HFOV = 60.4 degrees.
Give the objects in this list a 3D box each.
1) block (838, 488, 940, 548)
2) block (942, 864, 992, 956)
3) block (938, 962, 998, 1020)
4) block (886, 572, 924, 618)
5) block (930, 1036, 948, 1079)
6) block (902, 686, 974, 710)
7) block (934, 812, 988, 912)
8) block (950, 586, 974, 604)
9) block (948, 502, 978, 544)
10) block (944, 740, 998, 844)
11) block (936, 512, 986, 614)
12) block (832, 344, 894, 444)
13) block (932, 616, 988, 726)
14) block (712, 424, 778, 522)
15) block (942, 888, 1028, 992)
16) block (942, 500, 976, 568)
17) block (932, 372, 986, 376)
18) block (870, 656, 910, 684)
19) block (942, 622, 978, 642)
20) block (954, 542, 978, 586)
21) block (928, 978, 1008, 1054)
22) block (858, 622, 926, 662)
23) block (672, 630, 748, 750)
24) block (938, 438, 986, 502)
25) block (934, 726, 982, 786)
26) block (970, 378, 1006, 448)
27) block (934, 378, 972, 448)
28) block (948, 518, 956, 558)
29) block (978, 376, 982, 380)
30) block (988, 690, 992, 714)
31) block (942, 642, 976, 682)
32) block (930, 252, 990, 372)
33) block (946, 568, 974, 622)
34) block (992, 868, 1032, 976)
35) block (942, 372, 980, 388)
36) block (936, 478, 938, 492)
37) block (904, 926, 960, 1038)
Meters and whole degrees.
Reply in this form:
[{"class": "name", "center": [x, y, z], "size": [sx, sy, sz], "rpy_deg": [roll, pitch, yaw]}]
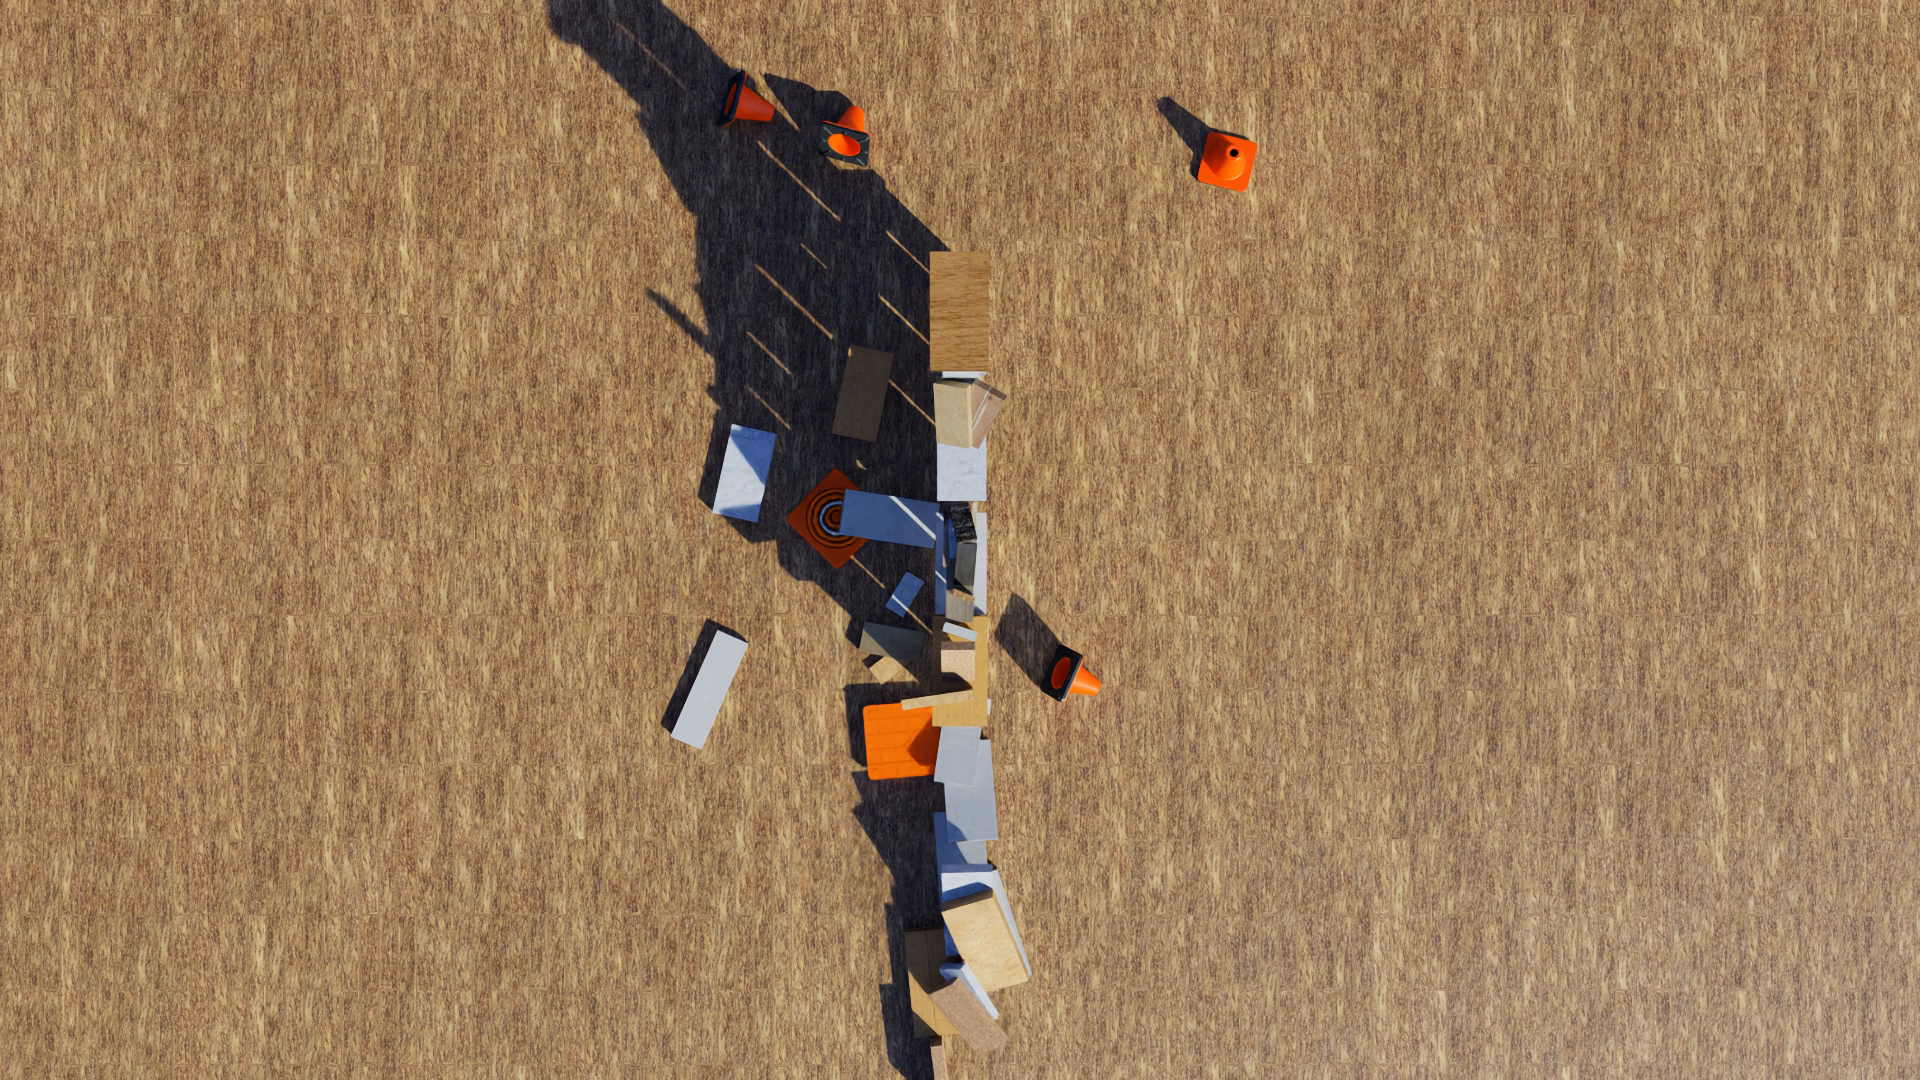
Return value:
[{"class": "block", "center": [-0.234, -0.070, 5.449], "size": [0.316, 0.043, 0.150], "rpy_deg": [9, 90, -11]}, {"class": "block", "center": [0.028, 1.202, 5.357], "size": [0.162, 0.046, 0.325], "rpy_deg": [-2, 114, 1]}, {"class": "block", "center": [0.029, 1.479, 5.398], "size": [0.031, 0.109, 0.219], "rpy_deg": [-43, 108, -41]}, {"class": "block", "center": [-0.183, 0.180, 5.490], "size": [0.069, 0.020, 0.138], "rpy_deg": [31, 90, 0]}, {"class": "block", "center": [-0.060, 1.778, 5.435], "size": [0.037, 0.131, 0.262], "rpy_deg": [-8, 90, 0]}, {"class": "block", "center": [-0.068, 0.485, 5.057], "size": [0.219, 0.109, 0.031], "rpy_deg": [-8, 90, 0]}, {"class": "block", "center": [0.007, 1.056, 5.441], "size": [0.162, 0.046, 0.325], "rpy_deg": [-5, 79, 3]}, {"class": "block", "center": [0.007, 0.161, 4.833], "size": [0.069, 0.183, 0.020], "rpy_deg": [23, 89, 0]}, {"class": "block", "center": [0.009, -0.051, 4.880], "size": [0.060, 0.017, 0.120], "rpy_deg": [-11, 68, -7]}, {"class": "block", "center": [0.031, 0.828, 5.438], "size": [0.162, 0.046, 0.325], "rpy_deg": [-4, 76, 0]}, {"class": "block", "center": [0.003, 0.073, 5.161], "size": [0.158, 0.045, 0.317], "rpy_deg": [0, 90, 0]}, {"class": "block", "center": [-0.322, -0.485, 5.479], "size": [0.150, 0.043, 0.301], "rpy_deg": [12, 90, 0]}, {"class": "block", "center": [0.000, 0.407, 5.136], "size": [0.170, 0.048, 0.340], "rpy_deg": [0, 90, 0]}, {"class": "block", "center": [-0.714, -0.221, 5.479], "size": [0.150, 0.043, 0.301], "rpy_deg": [13, 90, 0]}, {"class": "block", "center": [0.082, 1.304, 5.350], "size": [0.175, 0.049, 0.349], "rpy_deg": [-18, 112, 8]}, {"class": "block", "center": [0.000, -0.017, 4.927], "size": [0.099, 0.028, 0.197], "rpy_deg": [1, 90, 0]}, {"class": "block", "center": [-0.001, -0.529, 4.825], "size": [0.163, 0.471, 0.046], "rpy_deg": [0, 90, 0]}, {"class": "block", "center": [-0.228, 0.412, 5.490], "size": [0.138, 0.020, 0.069], "rpy_deg": [-38, 90, 0]}, {"class": "block", "center": [-0.002, 0.280, 5.009], "size": [0.102, 0.203, 0.029], "rpy_deg": [18, 86, 0]}, {"class": "block", "center": [0.016, 0.070, 4.893], "size": [0.060, 0.017, 0.131], "rpy_deg": [4, 108, -2]}, {"class": "block", "center": [0.026, 1.557, 5.392], "size": [0.131, 0.037, 0.262], "rpy_deg": [-36, 95, 38]}, {"class": "block", "center": [-0.225, 0.339, 5.469], "size": [0.203, 0.029, 0.102], "rpy_deg": [10, 84, 7]}, {"class": "block", "center": [-0.832, 0.497, 5.485], "size": [0.109, 0.031, 0.385], "rpy_deg": [24, 90, 0]}, {"class": "block", "center": [0.005, -0.262, 4.919], "size": [0.146, 0.041, 0.292], "rpy_deg": [0, 90, 0]}, {"class": "block", "center": [-0.003, 0.672, 5.434], "size": [0.131, 0.037, 0.262], "rpy_deg": [8, 76, 2]}, {"class": "block", "center": [0.050, -0.367, 4.817], "size": [0.104, 0.029, 0.207], "rpy_deg": [29, 133, 0]}, {"class": "block", "center": [-0.020, -0.368, 4.808], "size": [0.103, 0.029, 0.207], "rpy_deg": [12, 130, 18]}, {"class": "block", "center": [-0.003, -0.006, 4.905], "size": [0.060, 0.017, 0.120], "rpy_deg": [-2, 90, 0]}, {"class": "block", "center": [0.004, -0.553, 5.232], "size": [0.125, 0.035, 0.250], "rpy_deg": [0, 90, 0]}, {"class": "block", "center": [0.011, 0.514, 5.330], "size": [0.170, 0.340, 0.048], "rpy_deg": [5, 90, 0]}, {"class": "block", "center": [-0.006, 0.370, 5.018], "size": [0.102, 0.203, 0.029], "rpy_deg": [0, 58, 0]}, {"class": "block", "center": [-0.001, -0.632, 4.566], "size": [0.163, 0.046, 0.326], "rpy_deg": [0, 90, 0]}, {"class": "block", "center": [-0.001, 0.163, 4.936], "size": [0.082, 0.023, 0.164], "rpy_deg": [1, 90, 0]}, {"class": "block", "center": [0.098, 1.291, 5.475], "size": [0.175, 0.049, 0.367], "rpy_deg": [-19, 90, 0]}, {"class": "block", "center": [0.002, -0.465, 4.875], "size": [0.103, 0.369, 0.029], "rpy_deg": [0, 82, 0]}, {"class": "block", "center": [0.003, -0.166, 5.167], "size": [0.146, 0.456, 0.041], "rpy_deg": [-1, 90, 0]}, {"class": "block", "center": [-0.080, 1.463, 5.475], "size": [0.175, 0.049, 0.349], "rpy_deg": [-5, 90, 0]}]
